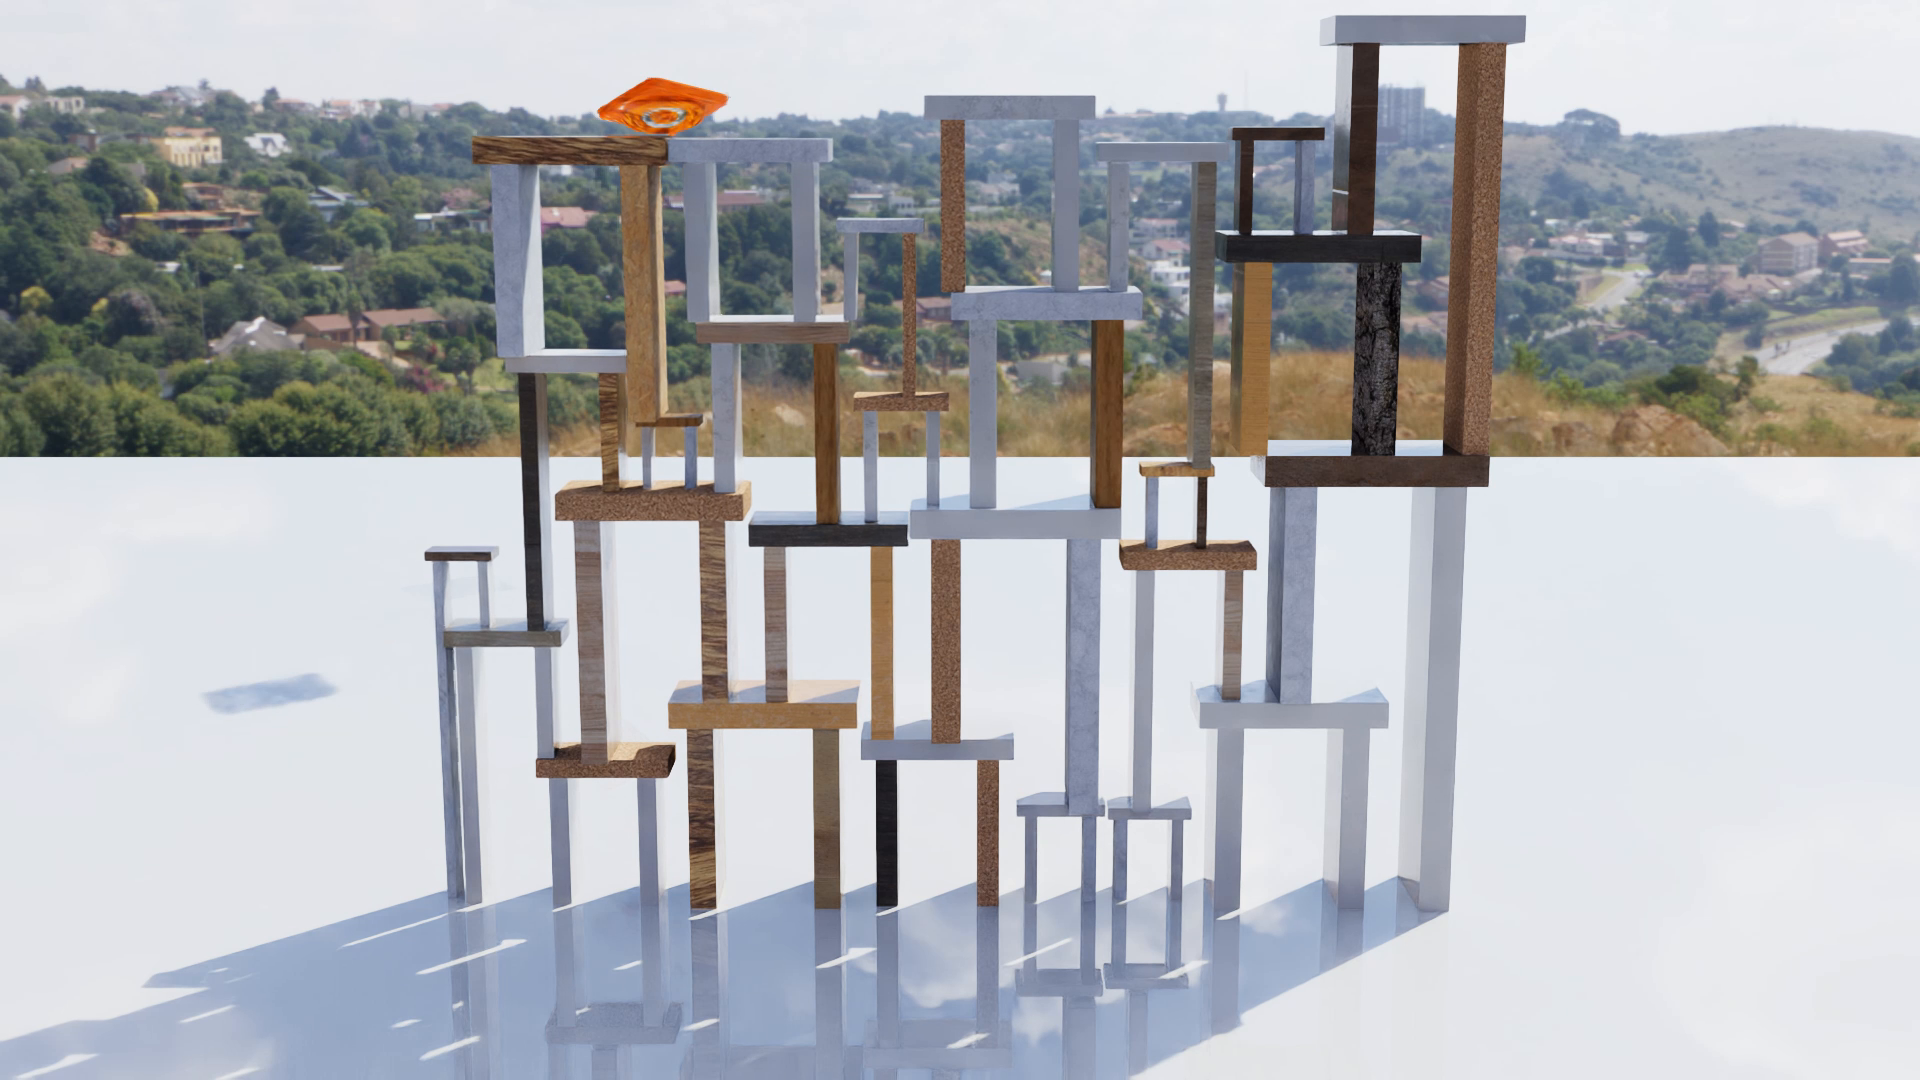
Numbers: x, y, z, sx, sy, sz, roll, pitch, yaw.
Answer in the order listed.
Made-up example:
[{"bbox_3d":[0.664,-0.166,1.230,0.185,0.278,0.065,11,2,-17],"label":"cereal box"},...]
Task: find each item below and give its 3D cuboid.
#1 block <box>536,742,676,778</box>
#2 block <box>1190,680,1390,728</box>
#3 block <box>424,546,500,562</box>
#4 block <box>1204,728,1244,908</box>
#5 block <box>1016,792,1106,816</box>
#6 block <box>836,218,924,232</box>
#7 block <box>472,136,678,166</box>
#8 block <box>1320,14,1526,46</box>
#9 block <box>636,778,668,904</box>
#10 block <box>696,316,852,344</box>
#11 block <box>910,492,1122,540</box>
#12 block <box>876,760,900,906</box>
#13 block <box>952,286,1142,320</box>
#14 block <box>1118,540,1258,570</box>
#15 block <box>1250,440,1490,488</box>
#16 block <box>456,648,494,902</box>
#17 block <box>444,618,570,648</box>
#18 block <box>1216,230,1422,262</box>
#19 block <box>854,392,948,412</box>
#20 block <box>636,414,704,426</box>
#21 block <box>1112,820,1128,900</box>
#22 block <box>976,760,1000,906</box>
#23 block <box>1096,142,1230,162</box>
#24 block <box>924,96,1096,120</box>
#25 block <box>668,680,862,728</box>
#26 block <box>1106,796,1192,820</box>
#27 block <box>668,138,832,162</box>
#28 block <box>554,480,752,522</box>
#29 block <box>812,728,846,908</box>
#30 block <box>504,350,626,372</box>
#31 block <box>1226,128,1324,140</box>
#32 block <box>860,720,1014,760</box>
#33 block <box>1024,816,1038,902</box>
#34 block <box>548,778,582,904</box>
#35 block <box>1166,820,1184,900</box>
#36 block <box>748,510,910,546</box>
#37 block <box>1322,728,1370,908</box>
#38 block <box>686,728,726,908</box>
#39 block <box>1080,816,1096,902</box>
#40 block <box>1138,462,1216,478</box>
[{"bbox_3d":[-0.583,0.363,3.631,0.215,0.030,0.108,0,11,0],"label":"block"},{"bbox_3d":[0.538,0.269,3.614,0.304,0.043,0.152,0,11,0],"label":"block"},{"bbox_3d":[-0.807,0.022,3.566,0.109,0.015,0.054,0,10,2],"label":"block"},{"bbox_3d":[0.437,0.440,3.645,0.043,0.304,0.152,0,11,0],"label":"block"},{"bbox_3d":[0.165,0.437,3.638,0.146,0.021,0.073,0,11,0],"label":"block"},{"bbox_3d":[-0.125,-0.496,3.466,0.137,0.019,0.068,0,11,-1],"label":"block"},{"bbox_3d":[-0.599,-0.610,3.438,0.296,0.042,0.148,0,11,0],"label":"block"},{"bbox_3d":[0.715,-0.790,3.413,0.290,0.041,0.145,0,11,0],"label":"block"},{"bbox_3d":[-0.511,0.484,3.653,0.030,0.215,0.108,0,11,0],"label":"block"},{"bbox_3d":[-0.293,-0.335,3.495,0.238,0.034,0.119,0,11,0],"label":"block"},{"bbox_3d":[0.088,-0.040,3.548,0.334,0.047,0.167,0,11,0],"label":"block"},{"bbox_3d":[-0.120,0.468,3.647,0.035,0.248,0.124,0,11,0],"label":"block"},{"bbox_3d":[0.135,-0.377,3.491,0.297,0.042,0.148,0,11,0],"label":"block"},{"bbox_3d":[0.368,0.024,3.564,0.213,0.030,0.107,0,11,0],"label":"block"},{"bbox_3d":[0.655,-0.124,3.541,0.353,0.050,0.176,0,11,0],"label":"block"},{"bbox_3d":[-0.801,0.376,3.631,0.027,0.434,0.094,0,11,-1],"label":"block"},{"bbox_3d":[-0.738,0.150,3.585,0.188,0.027,0.094,0,11,-2],"label":"block"},{"bbox_3d":[0.562,-0.463,3.469,0.301,0.043,0.150,0,11,0],"label":"block"},{"bbox_3d":[-0.093,-0.221,3.515,0.150,0.021,0.075,0,11,0],"label":"block"},{"bbox_3d":[-0.465,-0.192,3.525,0.102,0.014,0.051,0,11,2],"label":"block"},{"bbox_3d":[0.266,0.521,3.661,0.020,0.138,0.069,0,11,0],"label":"block"},{"bbox_3d":[0.046,0.468,3.647,0.035,0.248,0.124,0,11,0],"label":"block"},{"bbox_3d":[0.315,-0.608,3.443,0.201,0.028,0.100,0,11,0],"label":"block"},{"bbox_3d":[0.077,-0.675,3.436,0.264,0.037,0.132,0,11,0],"label":"block"},{"bbox_3d":[-0.318,0.269,3.612,0.304,0.043,0.152,0,11,0],"label":"block"},{"bbox_3d":[0.312,0.444,3.647,0.138,0.020,0.069,0,11,0],"label":"block"},{"bbox_3d":[-0.325,-0.610,3.437,0.246,0.035,0.123,0,11,0],"label":"block"},{"bbox_3d":[-0.492,-0.064,3.546,0.297,0.042,0.149,0,11,0],"label":"block"},{"bbox_3d":[-0.216,0.440,3.644,0.043,0.304,0.152,0,11,0],"label":"block"},{"bbox_3d":[-0.618,-0.285,3.500,0.191,0.027,0.095,0,10,2],"label":"block"},{"bbox_3d":[0.493,-0.636,3.442,0.143,0.020,0.072,0,11,0],"label":"block"},{"bbox_3d":[-0.037,0.328,3.622,0.248,0.035,0.124,0,11,0],"label":"block"},{"bbox_3d":[0.117,0.519,3.654,0.021,0.146,0.073,0,11,0],"label":"block"},{"bbox_3d":[-0.654,0.484,3.653,0.030,0.215,0.108,0,11,0],"label":"block"},{"bbox_3d":[0.358,0.521,3.661,0.020,0.138,0.069,0,11,0],"label":"block"},{"bbox_3d":[-0.210,-0.018,3.554,0.254,0.036,0.127,0,11,0],"label":"block"},{"bbox_3d":[0.640,0.440,3.645,0.043,0.304,0.152,0,11,0],"label":"block"},{"bbox_3d":[-0.419,0.440,3.644,0.043,0.304,0.152,0,11,0],"label":"block"},{"bbox_3d":[0.214,0.519,3.654,0.021,0.146,0.073,0,11,0],"label":"block"},{"bbox_3d":[0.348,-0.114,3.539,0.117,0.017,0.059,0,11,0],"label":"block"}]
